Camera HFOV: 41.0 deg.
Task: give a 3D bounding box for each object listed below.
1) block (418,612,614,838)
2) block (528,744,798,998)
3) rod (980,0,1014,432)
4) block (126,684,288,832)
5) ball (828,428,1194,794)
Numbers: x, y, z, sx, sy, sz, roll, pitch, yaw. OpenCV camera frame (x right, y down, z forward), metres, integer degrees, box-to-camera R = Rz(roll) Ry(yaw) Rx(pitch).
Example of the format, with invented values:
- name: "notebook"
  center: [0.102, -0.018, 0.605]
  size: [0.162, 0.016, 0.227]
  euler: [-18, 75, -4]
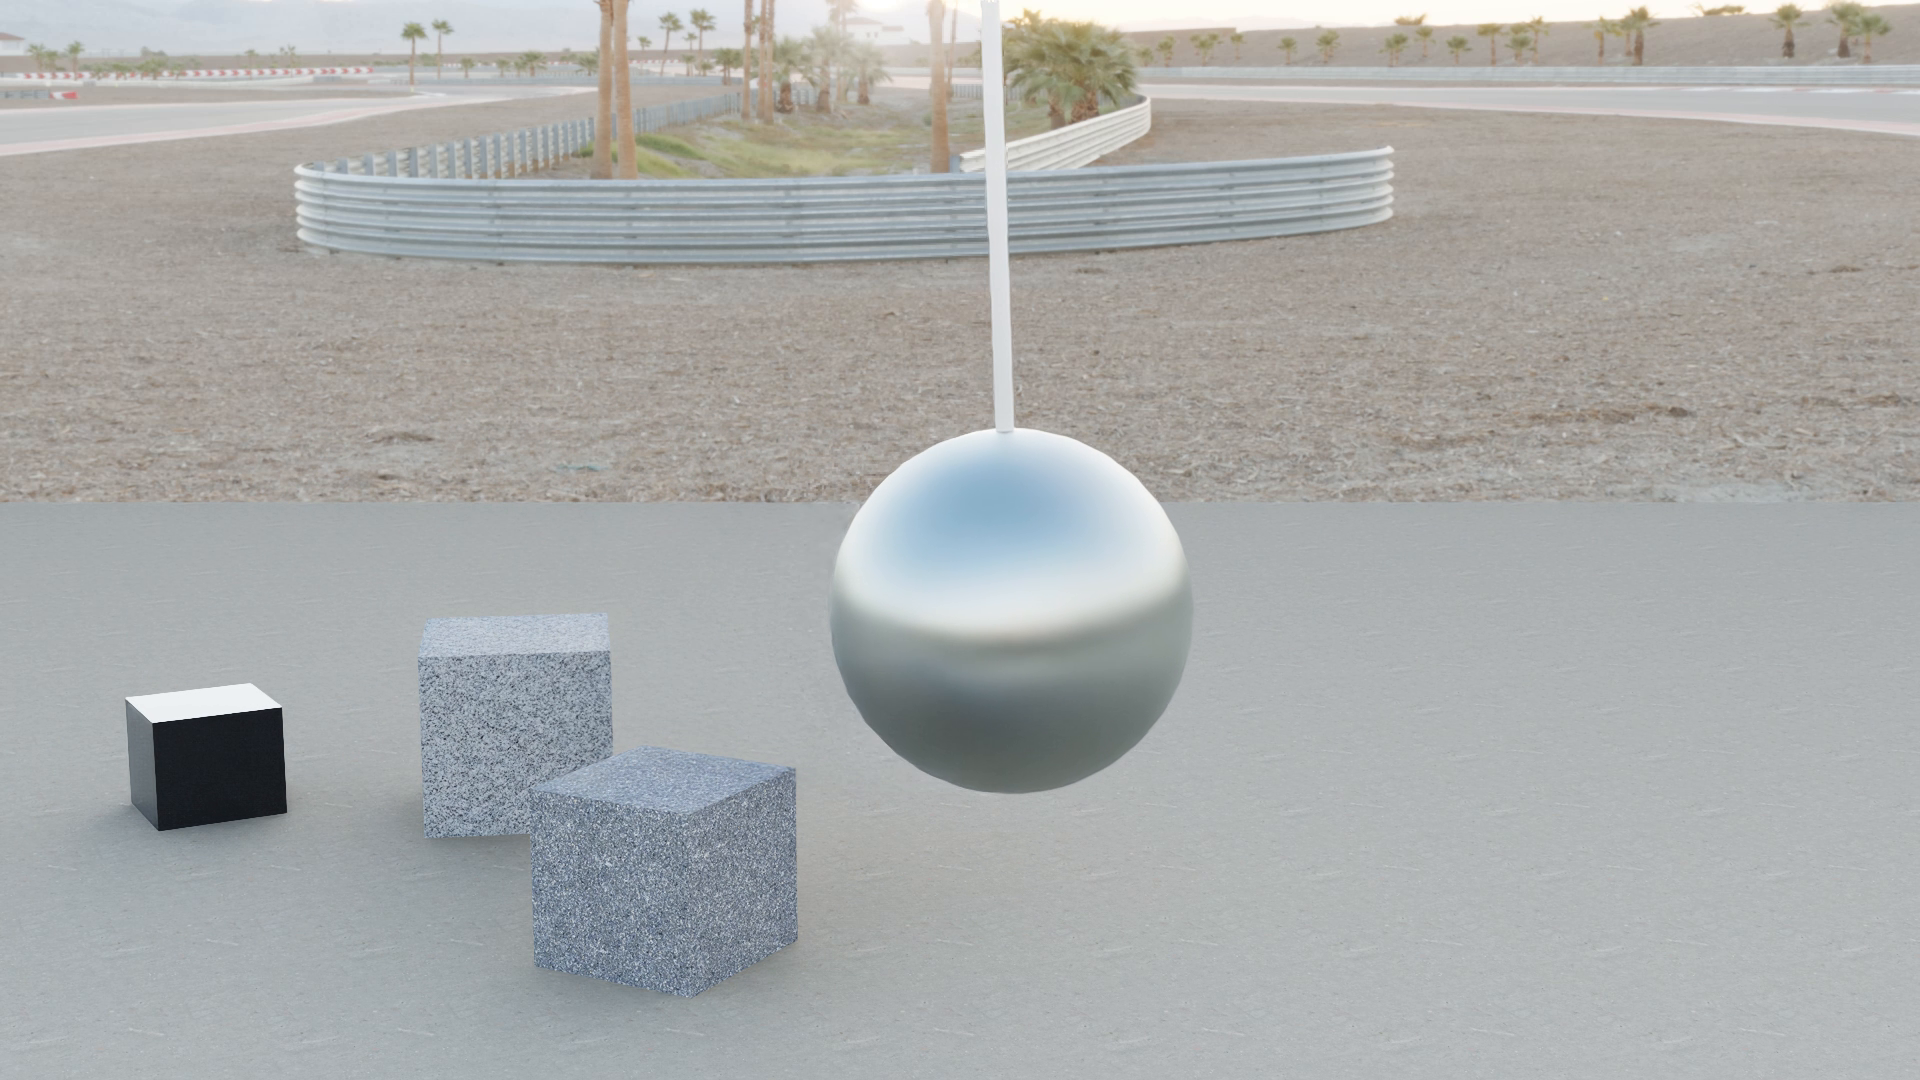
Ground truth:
- name: "block"
  center: [-2.123, 0.875, 12.344]
  size: [0.878, 0.863, 0.865]
  euler: [-2, 10, -9]
- name: "block"
  center: [-1.181, 1.311, 10.313]
  size: [0.754, 0.731, 0.768]
  euler: [6, 12, 28]
- name: "rod"
  center: [0.097, -3.032, 10.629]
  size: [0.080, 5.200, 0.080]
  euler: [-2, 10, 0]
- name: "block"
  center: [-3.641, 1.039, 12.386]
  size: [0.608, 0.524, 0.565]
  euler: [-6, 12, -30]
- name: "ball"
  center: [0.223, 0.311, 11.237]
  size: [1.600, 1.600, 1.600]
  euler: [0, 10, 0]
